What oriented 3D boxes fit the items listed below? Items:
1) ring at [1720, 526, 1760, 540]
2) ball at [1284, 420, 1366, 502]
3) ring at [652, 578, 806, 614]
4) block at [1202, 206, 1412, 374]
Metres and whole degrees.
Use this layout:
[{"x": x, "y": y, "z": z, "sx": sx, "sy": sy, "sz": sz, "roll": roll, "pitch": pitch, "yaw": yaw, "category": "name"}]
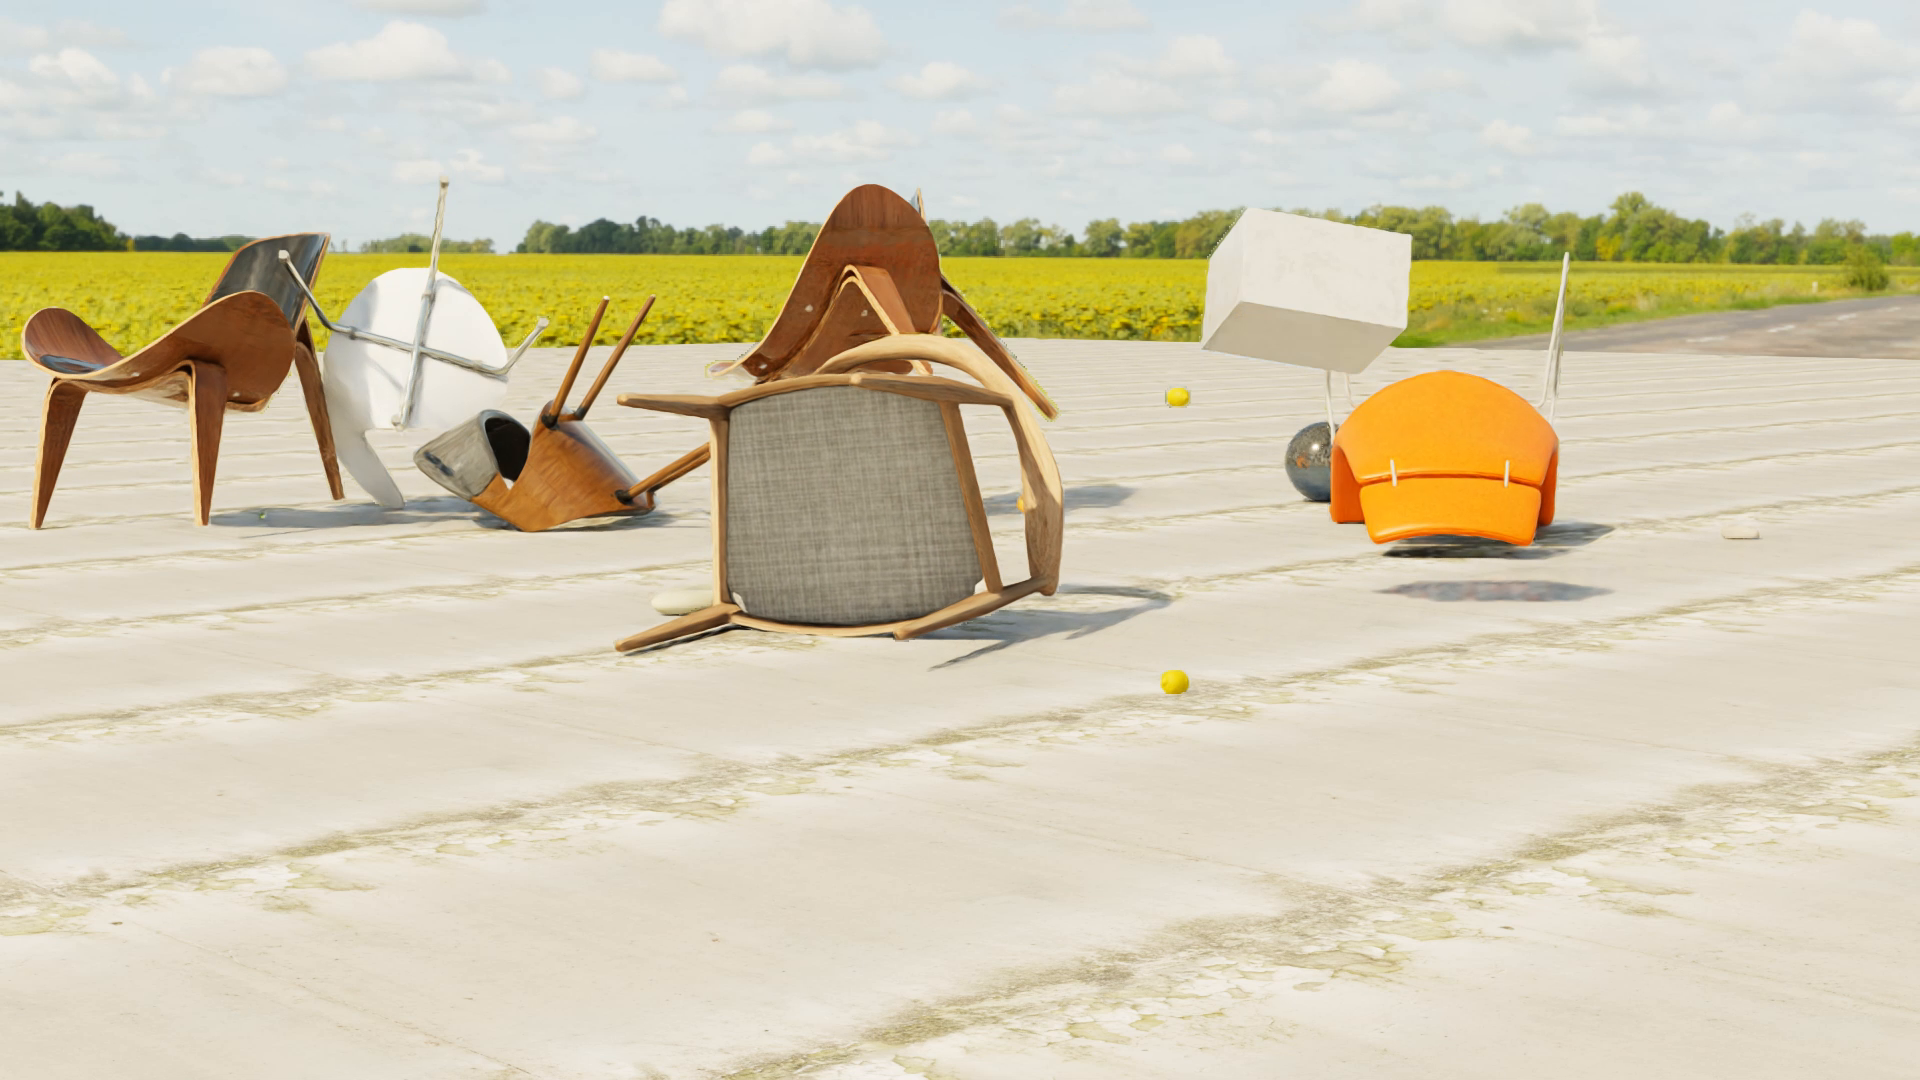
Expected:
[{"x": 1.957, "y": -0.019, "z": 6.438, "sx": 0.067, "sy": 0.032, "sz": 0.111, "roll": -5, "pitch": 7, "yaw": -31, "category": "ring"}, {"x": 1.066, "y": -0.229, "z": 7.486, "sx": 0.236, "sy": 0.236, "sz": 0.236, "roll": 0, "pitch": 6, "yaw": 0, "category": "ball"}, {"x": -0.457, "y": 0.111, "z": 5.104, "sx": 0.168, "sy": 0.048, "sz": 0.387, "roll": 4, "pitch": 7, "yaw": 42, "category": "ring"}, {"x": 0.650, "y": -0.465, "z": 4.838, "sx": 0.315, "sy": 0.185, "sz": 0.275, "roll": 9, "pitch": -16, "yaw": -8, "category": "block"}]
